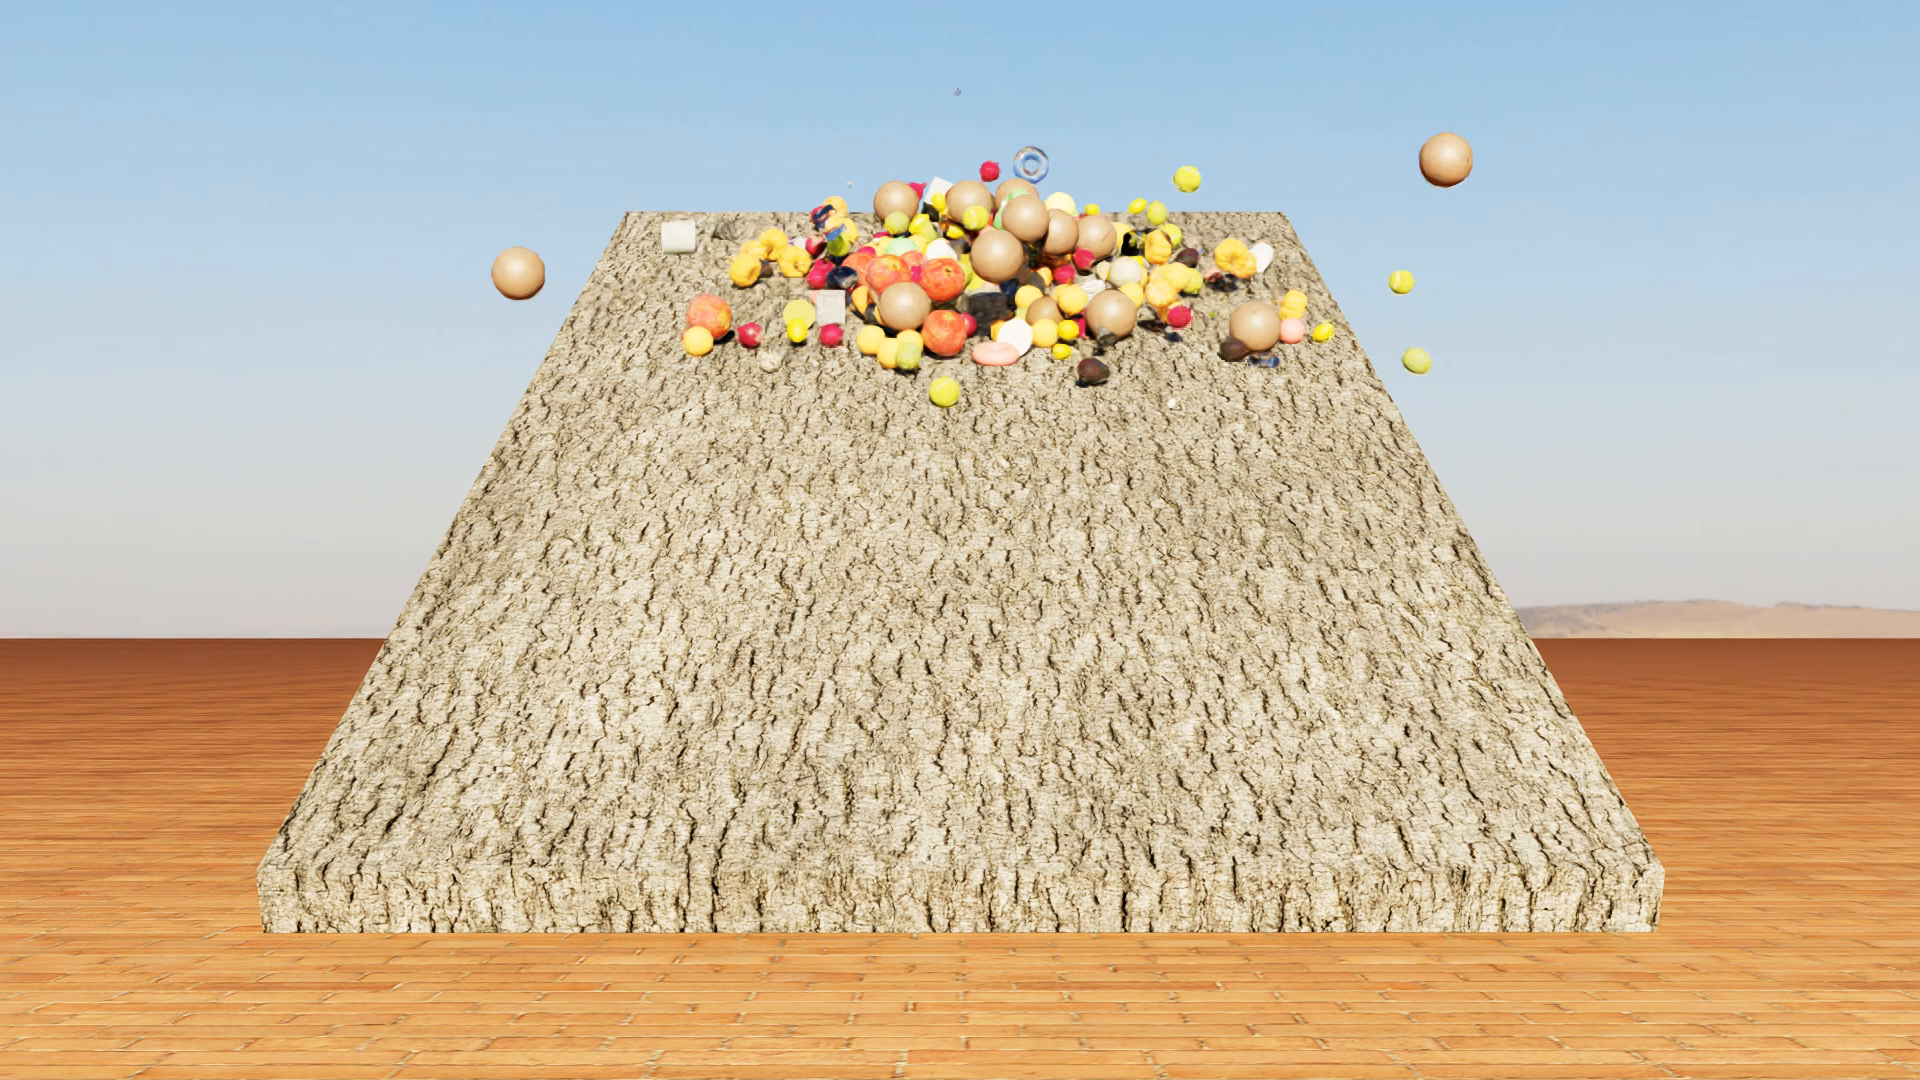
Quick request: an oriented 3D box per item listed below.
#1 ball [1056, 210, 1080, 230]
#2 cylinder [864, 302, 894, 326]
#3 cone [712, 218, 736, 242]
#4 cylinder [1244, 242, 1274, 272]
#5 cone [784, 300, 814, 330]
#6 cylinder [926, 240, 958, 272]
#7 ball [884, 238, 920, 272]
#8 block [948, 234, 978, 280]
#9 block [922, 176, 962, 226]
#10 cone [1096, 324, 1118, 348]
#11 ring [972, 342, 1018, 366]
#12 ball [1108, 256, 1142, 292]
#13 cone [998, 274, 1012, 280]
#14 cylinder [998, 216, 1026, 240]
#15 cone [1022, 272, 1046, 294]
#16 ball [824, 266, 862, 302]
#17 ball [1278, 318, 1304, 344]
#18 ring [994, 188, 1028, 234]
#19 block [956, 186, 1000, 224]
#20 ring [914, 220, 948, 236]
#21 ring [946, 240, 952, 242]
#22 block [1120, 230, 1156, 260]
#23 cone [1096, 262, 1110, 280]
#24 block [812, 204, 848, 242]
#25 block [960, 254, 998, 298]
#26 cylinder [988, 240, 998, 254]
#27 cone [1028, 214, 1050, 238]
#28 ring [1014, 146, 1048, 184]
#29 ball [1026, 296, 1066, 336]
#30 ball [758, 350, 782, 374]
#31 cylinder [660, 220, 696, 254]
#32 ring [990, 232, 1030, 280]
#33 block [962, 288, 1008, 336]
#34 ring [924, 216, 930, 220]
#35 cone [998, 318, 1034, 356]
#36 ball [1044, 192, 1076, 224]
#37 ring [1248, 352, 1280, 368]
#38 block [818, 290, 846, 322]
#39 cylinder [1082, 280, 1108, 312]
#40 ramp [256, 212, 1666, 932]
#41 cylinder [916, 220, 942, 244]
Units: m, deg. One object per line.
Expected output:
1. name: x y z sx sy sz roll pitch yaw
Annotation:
1. ball: 0.315 -0.945 6.734 0.072 0.072 0.072 0 -2 0
2. cylinder: -0.205 -0.571 5.811 0.053 0.053 0.053 17 9 37
3. cone: -0.700 -0.889 6.641 0.072 0.072 0.072 2 -14 -45
4. cylinder: 0.825 -0.778 6.312 0.068 0.068 0.068 -1 20 21
5. cone: -0.404 -0.564 5.816 0.080 0.080 0.080 0 -5 3
6. cylinder: -0.048 -0.758 6.101 0.063 0.063 0.063 -1 -26 25
7. ball: -0.159 -0.784 6.292 0.096 0.096 0.096 0 -2 0
8. block: 0.003 -0.769 6.230 0.084 0.084 0.084 -23 20 12
9. block: -0.053 -0.991 6.696 0.088 0.088 0.088 21 -17 1
10. cone: 0.342 -0.501 5.524 0.057 0.057 0.057 -20 -30 -12
11. ring: 0.086 -0.448 5.522 0.114 0.038 0.114 0 22 0
12. ball: 0.434 -0.697 6.009 0.091 0.091 0.091 0 -2 0
13. cone: 0.112 -0.670 6.099 0.060 0.060 0.060 1 -13 -26
14. cylinder: 0.149 -0.883 6.562 0.083 0.083 0.083 0 22 0
15. cone: 0.186 -0.675 6.102 0.062 0.062 0.062 2 -19 -43
16. ball: -0.305 -0.668 5.982 0.099 0.099 0.099 0 -2 0
17. ball: 0.819 -0.517 5.662 0.066 0.066 0.066 0 -2 0
18. ring: 0.138 -0.898 6.254 0.045 0.136 0.136 29 -9 -12
19. block: 0.052 -0.995 6.808 0.081 0.081 0.081 20 0 41
20. ring: -0.085 -0.911 6.679 0.100 0.033 0.100 13 11 -3
21. ring: -0.048 -0.826 6.465 0.092 0.031 0.092 -9 6 1
22. block: 0.501 -0.833 6.459 0.063 0.063 0.063 26 25 37
23. cone: 0.408 -0.739 6.242 0.052 0.052 0.052 -2 14 39
24. block: -0.346 -0.840 6.066 0.061 0.061 0.061 -34 -17 -1
25. block: 0.050 -0.702 6.085 0.096 0.096 0.096 2 22 4
26. cylinder: 0.112 -0.783 6.319 0.072 0.072 0.072 1 18 0
27. cone: 0.216 -0.901 6.677 0.073 0.073 0.073 -2 41 46
28. ring: 0.201 -1.061 6.489 0.107 0.107 0.036 1 21 -19
29. ball: 0.213 -0.555 5.697 0.100 0.100 0.100 0 -2 0
30. ball: -0.450 -0.422 5.430 0.055 0.055 0.055 0 -2 0
31. cylinder: -0.795 -0.854 6.467 0.094 0.094 0.094 -3 -2 -7
32. ring: 0.134 -0.765 6.199 0.048 0.144 0.144 23 -16 -38
33. block: 0.061 -0.575 5.767 0.094 0.094 0.094 -5 22 -13
34. ring: -0.070 -0.994 6.854 0.100 0.033 0.100 -26 -9 -4
35. cone: 0.158 -0.482 5.601 0.097 0.097 0.097 -1 -10 32
36. ball: 0.278 -0.927 6.403 0.088 0.088 0.088 0 -2 0
37. ring: 0.731 -0.430 5.498 0.076 0.025 0.076 0 23 0
38. block: -0.328 -0.599 5.860 0.067 0.067 0.067 0 22 0
39. cylinder: 0.349 -0.634 5.945 0.060 0.060 0.060 -7 33 5
40. ramp: -0.006 -0.218 5.128 2.000 0.100 4.000 0 22 0
41. cylinder: -0.087 -0.888 6.600 0.059 0.059 0.059 -5 -4 19
